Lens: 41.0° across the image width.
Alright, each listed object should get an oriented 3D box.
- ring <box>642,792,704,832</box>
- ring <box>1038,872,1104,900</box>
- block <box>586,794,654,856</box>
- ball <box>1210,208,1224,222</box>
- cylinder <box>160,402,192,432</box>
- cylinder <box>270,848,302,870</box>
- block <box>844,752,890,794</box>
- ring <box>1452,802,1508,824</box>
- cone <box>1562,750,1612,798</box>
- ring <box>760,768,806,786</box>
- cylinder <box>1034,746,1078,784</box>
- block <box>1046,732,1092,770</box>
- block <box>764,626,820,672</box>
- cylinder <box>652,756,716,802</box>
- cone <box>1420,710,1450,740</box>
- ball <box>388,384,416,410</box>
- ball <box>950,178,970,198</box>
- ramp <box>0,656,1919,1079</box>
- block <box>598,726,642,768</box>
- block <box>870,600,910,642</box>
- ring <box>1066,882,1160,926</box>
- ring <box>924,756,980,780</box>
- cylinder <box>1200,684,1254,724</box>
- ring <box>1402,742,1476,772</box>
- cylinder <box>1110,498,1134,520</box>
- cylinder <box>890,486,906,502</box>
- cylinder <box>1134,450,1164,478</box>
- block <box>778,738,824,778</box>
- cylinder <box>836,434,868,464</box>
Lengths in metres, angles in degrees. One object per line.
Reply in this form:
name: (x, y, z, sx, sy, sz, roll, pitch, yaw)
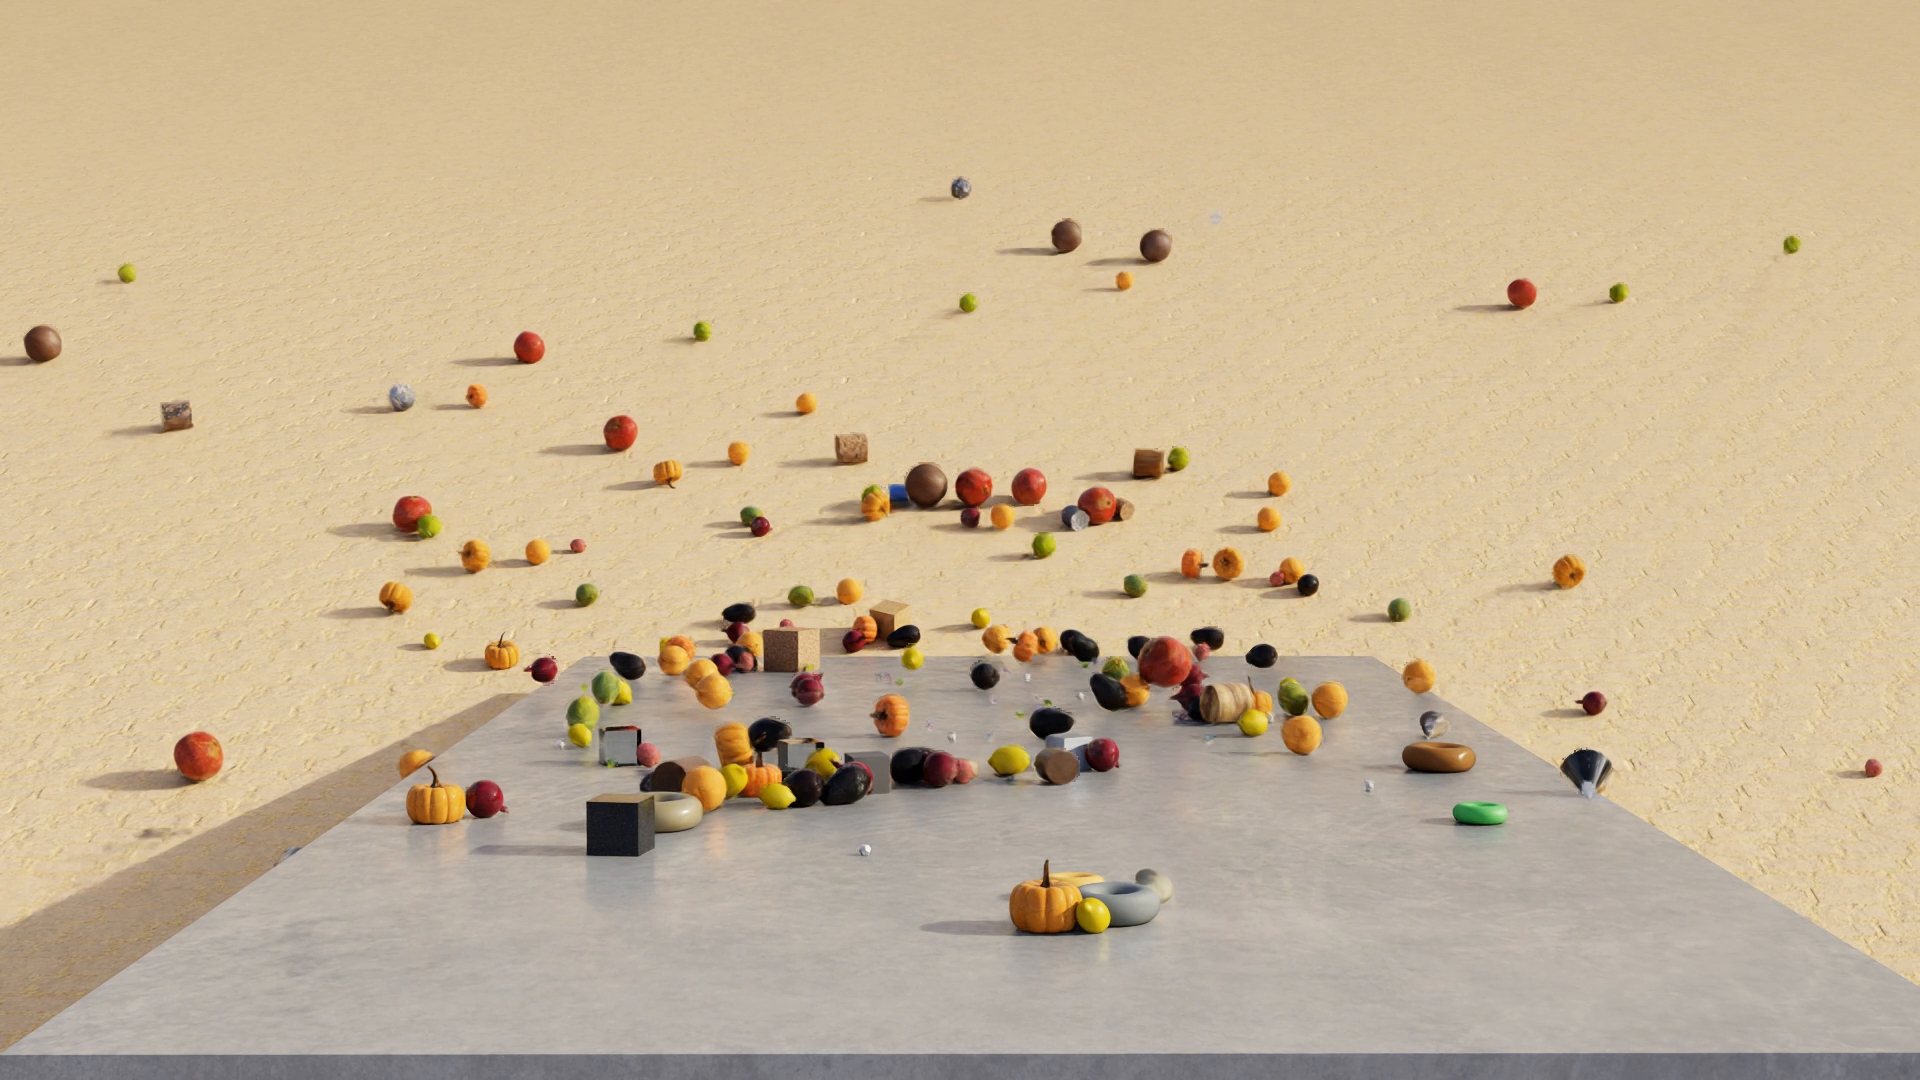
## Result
ring: (-0.458, 0.412, 3.890, 0.140, 0.047, 0.140, -1, 4, 0)
ring: (0.145, 0.449, 3.333, 0.088, 0.029, 0.088, 0, -1, 0)
block: (-0.485, 0.407, 3.678, 0.077, 0.077, 0.077, 1, 3, 11)
ball: (1.095, -1.385, 10.982, 0.060, 0.060, 0.060, 0, 21, 0)
cylinder: (-2.576, -0.408, 8.454, 0.090, 0.090, 0.090, -8, 23, -20)
cylinder: (-1.459, 0.718, 5.615, 0.070, 0.070, 0.070, 4, 14, 10)
block: (-0.154, 0.385, 4.247, 0.062, 0.062, 0.062, -1, 3, -15)
ring: (0.796, 0.418, 3.934, 0.083, 0.028, 0.083, 0, 2, 0)
cone: (1.026, 0.399, 4.199, 0.082, 0.082, 0.082, 4, 30, 10)
ring: (-0.298, 0.399, 4.333, 0.077, 0.026, 0.077, 1, 2, 0)
cylinder: (0.162, 0.382, 4.346, 0.057, 0.057, 0.057, -7, 5, -17)
block: (0.191, 0.372, 4.516, 0.058, 0.058, 0.058, -2, 4, -31)
block: (-0.406, 0.264, 6.196, 0.099, 0.099, 0.099, 2, 3, 28)
cylinder: (-0.442, 0.387, 4.113, 0.073, 0.073, 0.073, 12, 9, 29)
cone: (0.902, 0.366, 4.923, 0.057, 0.057, 0.057, 9, 33, 21)
ball: (-1.876, -0.481, 8.641, 0.089, 0.089, 0.089, 0, 21, 0)
ball: (0.003, -1.555, 11.375, 0.090, 0.090, 0.090, 0, 21, 0)
ramp: (0.050, 0.451, 4.532, 2.000, 0.100, 4.000, 0, 3, 0)
block: (-0.604, 0.367, 4.570, 0.064, 0.064, 0.064, -1, 3, -19)
block: (-0.187, 0.216, 6.880, 0.079, 0.079, 0.079, 13, 25, 29)
ring: (0.190, 0.452, 3.191, 0.118, 0.039, 0.118, -1, 4, 0)
ring: (-0.015, 0.391, 4.400, 0.098, 0.033, 0.098, 1, 3, 0)
cylinder: (0.534, 0.328, 5.153, 0.079, 0.079, 0.079, -1, 20, -25)
ring: (0.839, 0.381, 4.503, 0.128, 0.043, 0.128, 1, 2, 0)
cylinder: (0.486, -0.094, 7.702, 0.055, 0.055, 0.055, -14, 25, -31)
cylinder: (-0.189, -0.141, 7.827, 0.051, 0.051, 0.051, -2, 22, -5)
cylinder: (0.590, -0.238, 8.031, 0.084, 0.084, 0.084, 5, 22, 12)
block: (-0.273, 0.376, 4.425, 0.061, 0.061, 0.061, -2, 3, -27)
cylinder: (-0.343, -0.289, 8.154, 0.089, 0.089, 0.089, -5, 22, -12)
